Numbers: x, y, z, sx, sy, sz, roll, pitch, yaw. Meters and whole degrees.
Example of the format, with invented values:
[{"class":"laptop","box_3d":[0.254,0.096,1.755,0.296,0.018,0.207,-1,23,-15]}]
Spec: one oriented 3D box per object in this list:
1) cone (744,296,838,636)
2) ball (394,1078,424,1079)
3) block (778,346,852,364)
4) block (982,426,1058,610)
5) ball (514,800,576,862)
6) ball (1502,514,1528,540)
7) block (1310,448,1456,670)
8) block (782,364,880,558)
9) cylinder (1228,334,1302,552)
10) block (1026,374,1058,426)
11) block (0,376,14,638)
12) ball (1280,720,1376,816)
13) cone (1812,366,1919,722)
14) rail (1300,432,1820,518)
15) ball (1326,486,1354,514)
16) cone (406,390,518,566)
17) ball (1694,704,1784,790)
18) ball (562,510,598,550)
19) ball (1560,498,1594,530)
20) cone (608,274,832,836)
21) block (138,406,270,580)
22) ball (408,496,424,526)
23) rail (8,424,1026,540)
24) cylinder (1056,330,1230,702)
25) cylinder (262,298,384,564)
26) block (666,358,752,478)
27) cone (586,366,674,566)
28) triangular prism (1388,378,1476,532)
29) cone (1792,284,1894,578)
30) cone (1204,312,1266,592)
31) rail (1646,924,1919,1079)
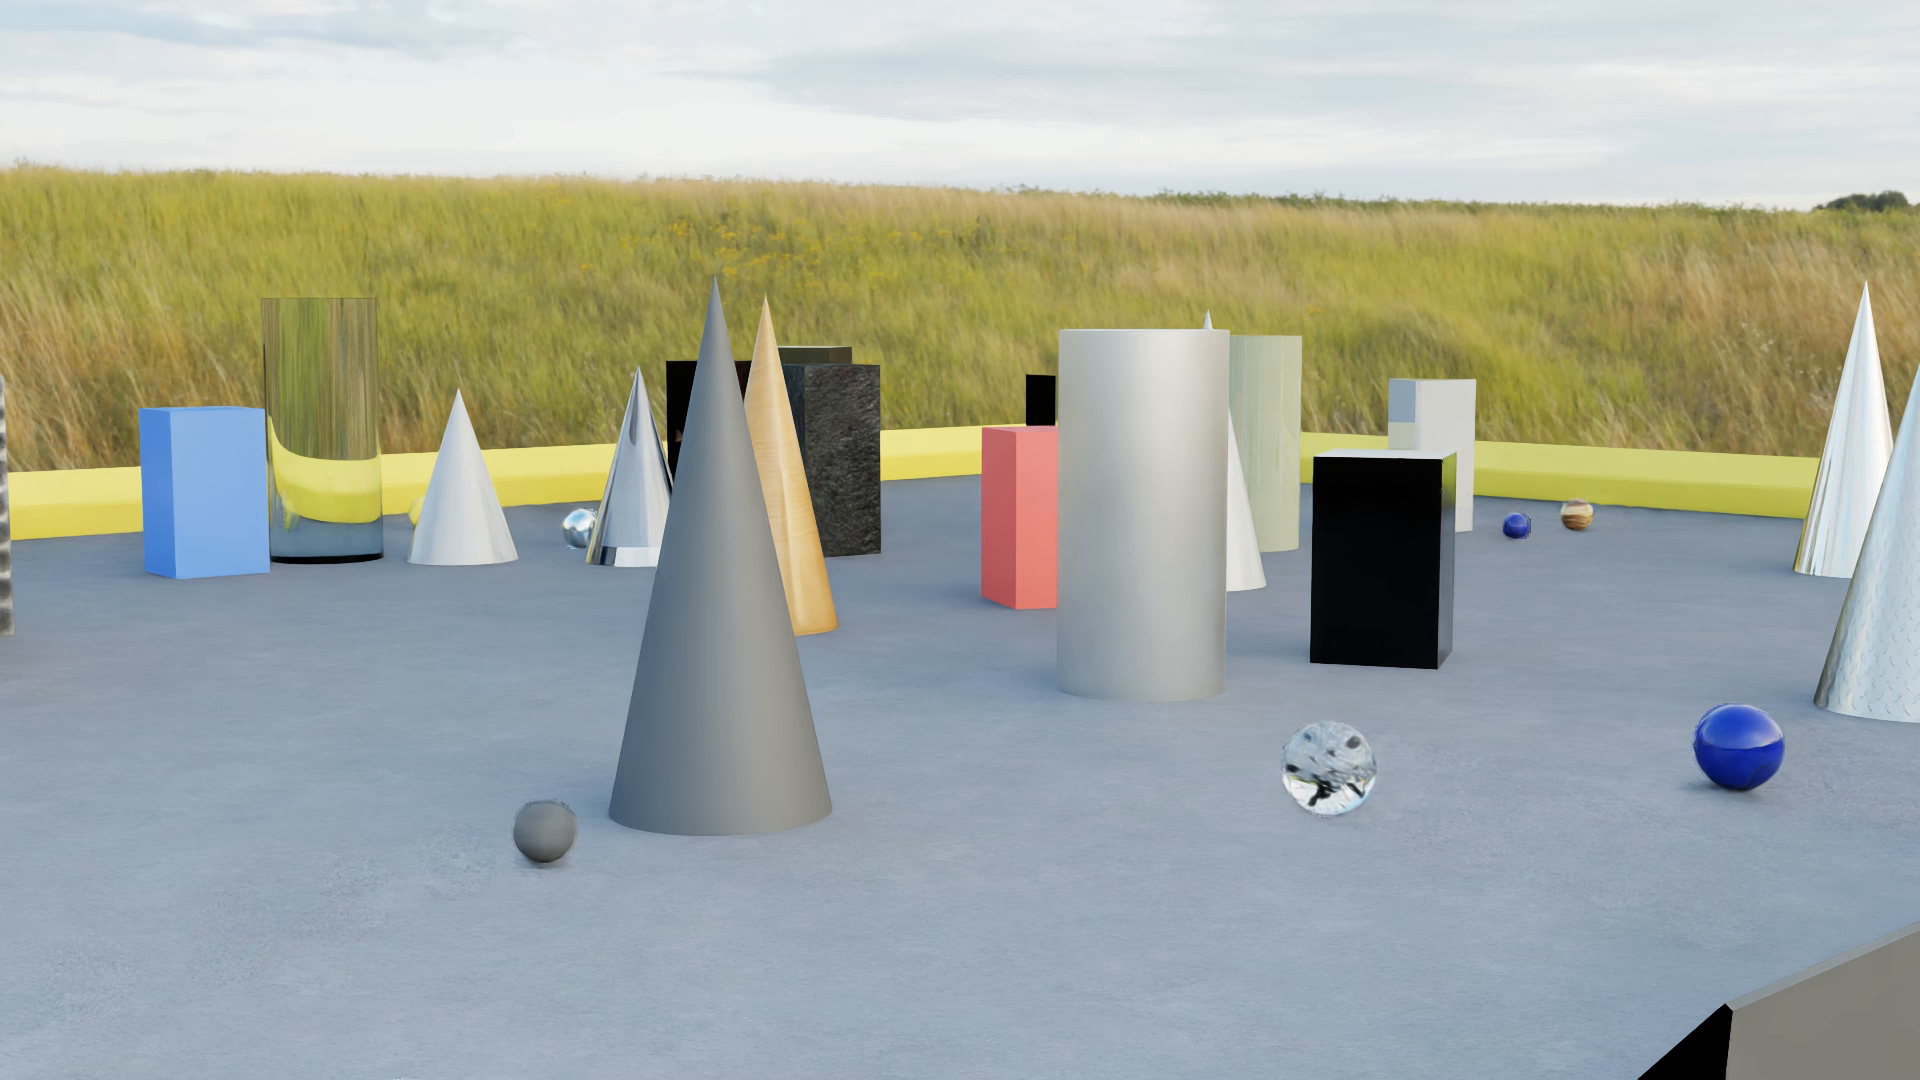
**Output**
[{"class":"cone","box_3d":[-0.271,-0.110,3.089,0.199,0.468,0.199,0,6,0]},{"class":"ball","box_3d":[-0.262,0.297,1.035,0.084,0.084,0.084,0,6,0]},{"class":"block","box_3d":[-0.328,-0.225,4.664,0.159,0.369,0.159,2,6,14]},{"class":"block","box_3d":[0.134,-0.038,3.378,0.159,0.265,0.159,-2,6,-18]},{"class":"ball","box_3d":[-0.337,0.236,1.782,0.050,0.050,0.050,0,6,0]},{"class":"ball","box_3d":[1.087,-0.027,4.305,0.051,0.051,0.051,0,6,0]},{"class":"block","box_3d":[0.545,0.020,2.826,0.159,0.263,0.159,2,6,19]},{"class":"block","box_3d":[-0.256,-0.150,4.055,0.159,0.346,0.159,-4,7,-34]},{"class":"cylinder","box_3d":[0.543,-0.186,4.154,0.199,0.398,0.199,0,6,0]},{"class":"block","box_3d":[0.244,-0.179,4.482,0.159,0.316,0.159,-4,7,-31]},{"class":"block","box_3d":[-1.407,-0.042,2.971,0.159,0.357,0.159,2,6,20]},{"class":"ball","box_3d":[0.326,0.202,1.947,0.084,0.084,0.084,0,6,0]},{"class":"cone","box_3d":[1.069,-0.011,2.460,0.199,0.400,0.199,0,6,0]},{"class":"rail","box_3d":[1.664,-0.125,4.859,0.045,0.129,3.913,-5,8,-42]},{"class":"ball","box_3d":[0.837,-0.088,4.839,0.060,0.060,0.060,0,6,0]},{"class":"cone","box_3d":[-0.897,-0.119,3.947,0.199,0.308,0.199,0,6,0]},{"class":"ball","box_3d":[0.726,0.193,2.051,0.080,0.080,0.080,0,6,0]},{"class":"ball","box_3d":[-0.708,-0.020,4.124,0.074,0.074,0.074,0,6,0]},{"class":"ball","box_3d":[1.253,-0.051,4.466,0.065,0.065,0.065,0,6,0]},{"class":"cone","box_3d":[-0.214,0.004,1.945,0.199,0.477,0.199,0,6,0]},{"class":"block","box_3d":[-1.292,-0.085,3.758,0.159,0.279,0.159,-5,8,-38]},{"class":"ball","box_3d":[-1.092,-0.055,4.493,0.067,0.067,0.067,0,6,0]},{"class":"rail","box_3d":[-1.311,-0.113,4.745,4.575,0.129,0.045,-5,8,-42]},{"class":"cylinder","box_3d":[0.214,-0.035,2.588,0.199,0.422,0.199,0,6,0]},{"class":"cylinder","box_3d":[-1.144,-0.199,3.950,0.199,0.467,0.199,0,6,0]},{"class":"block","box_3d":[-0.492,-0.191,4.457,0.159,0.346,0.159,1,6,10]},{"class":"cone","box_3d":[-0.571,-0.138,3.923,0.199,0.351,0.199,0,6,0]},{"class":"triangular prism","box_3d":[0.929,-0.173,4.472,0.172,0.307,0.149,-5,7,-37]},{"class":"cone","box_3d":[1.532,-0.193,3.742,0.199,0.496,0.199,0,6,0]},{"class":"cone","box_3d":[0.401,-0.152,3.580,0.199,0.449,0.199,0,6,0]},{"class":"rail","box_3d":[1.311,0.181,1.919,4.575,0.129,0.045,-5,8,-42]}]
